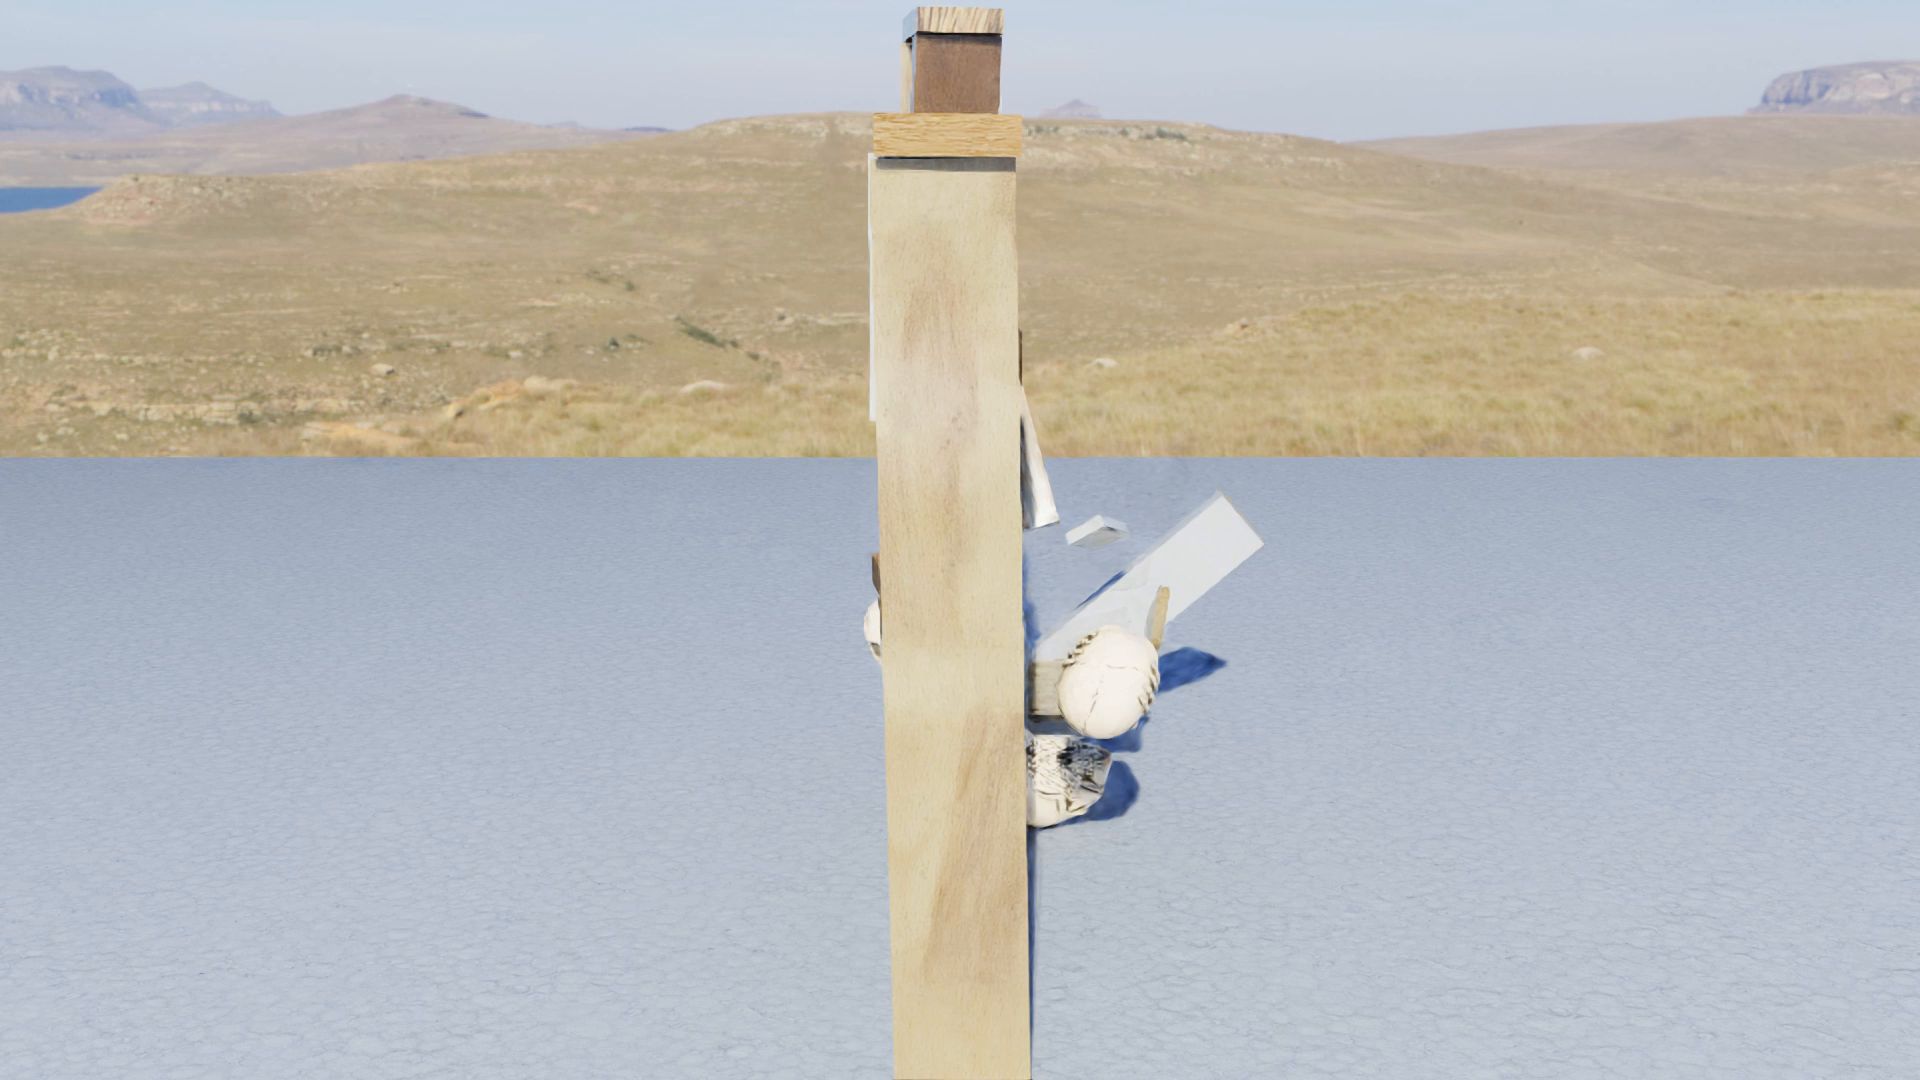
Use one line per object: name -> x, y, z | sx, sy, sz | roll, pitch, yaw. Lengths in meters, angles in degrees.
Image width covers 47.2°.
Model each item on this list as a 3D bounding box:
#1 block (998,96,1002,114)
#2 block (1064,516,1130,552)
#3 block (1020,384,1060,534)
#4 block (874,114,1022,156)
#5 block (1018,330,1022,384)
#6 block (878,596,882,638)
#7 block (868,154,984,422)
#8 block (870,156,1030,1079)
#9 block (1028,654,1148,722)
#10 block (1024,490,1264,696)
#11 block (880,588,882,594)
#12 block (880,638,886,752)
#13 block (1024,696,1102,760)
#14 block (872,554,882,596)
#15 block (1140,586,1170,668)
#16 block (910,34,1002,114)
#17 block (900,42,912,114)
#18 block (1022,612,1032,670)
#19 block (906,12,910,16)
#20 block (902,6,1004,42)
block -> 0.004, -0.753, 3.837 | 0.138, 0.039, 0.276 | 0, 11, 0
block -> 0.251, -0.011, 4.005 | 0.074, 0.021, 0.148 | -30, -16, 17
block -> 0.086, -0.143, 4.082 | 0.133, 0.266, 0.038 | -15, -10, 3
block -> -0.019, -0.518, 2.811 | 0.178, 0.050, 0.356 | 0, 11, -1
block -> 0.057, -0.267, 4.212 | 0.133, 0.266, 0.038 | -27, 43, -34
block -> -0.024, 0.129, 3.024 | 0.166, 0.047, 0.332 | -2, 10, -3
block -> -0.034, -0.341, 2.970 | 0.178, 0.356, 0.050 | 0, 10, -3
block -> -0.009, 0.129, 2.809 | 0.178, 1.216, 0.050 | -1, 10, 0
block -> 0.247, 0.286, 4.237 | 0.229, 0.114, 0.032 | -4, -27, 13
block -> 0.288, 0.176, 4.366 | 0.697, 0.133, 0.038 | -40, 16, 9
block -> -0.058, -0.001, 3.104 | 0.085, 0.169, 0.024 | 8, 9, -9
block -> -0.024, 0.296, 3.165 | 0.166, 0.332, 0.047 | -3, 10, -4
block -> 0.154, 0.365, 4.368 | 0.229, 0.114, 0.032 | -21, 17, -3
block -> -0.036, 0.071, 3.356 | 0.163, 0.046, 0.327 | -3, 11, -8
block -> 0.370, 0.163, 4.176 | 0.021, 0.074, 0.148 | 18, 42, -2
block -> -0.016, -0.401, 3.049 | 0.117, 0.581, 0.033 | 1, 11, -10
block -> -0.029, -0.597, 3.180 | 0.117, 0.235, 0.033 | 1, 14, -2
block -> 0.096, 0.171, 4.104 | 0.021, 0.149, 0.074 | -34, 53, -21
block -> -0.020, -0.771, 3.320 | 0.122, 0.034, 0.243 | 2, 11, -1
block -> -0.012, -0.717, 3.069 | 0.117, 0.033, 0.235 | 0, 9, -6
